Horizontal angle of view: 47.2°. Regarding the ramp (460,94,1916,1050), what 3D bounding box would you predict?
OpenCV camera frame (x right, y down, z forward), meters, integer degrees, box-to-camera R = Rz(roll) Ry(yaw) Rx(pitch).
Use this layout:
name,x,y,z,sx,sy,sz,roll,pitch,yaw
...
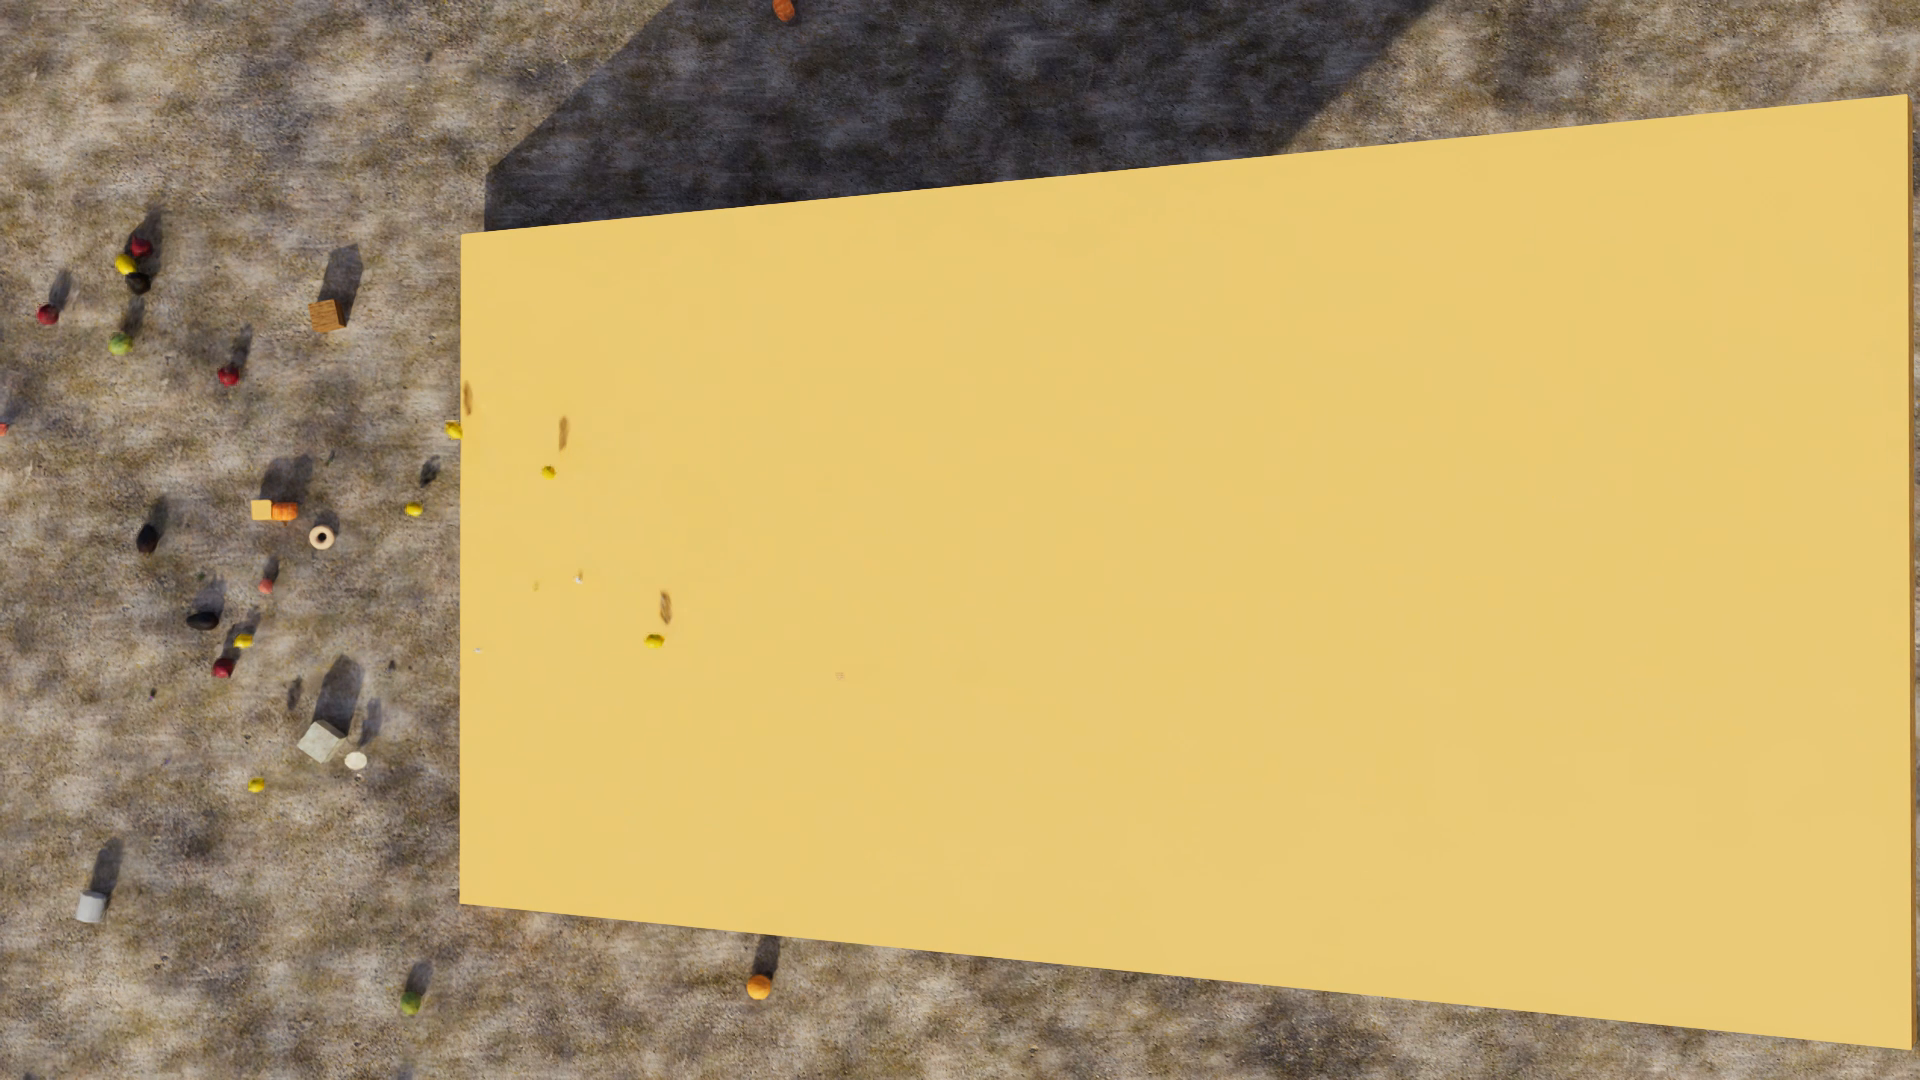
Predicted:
name,x,y,z,sx,sy,sz,roll,pitch,yaw
ramp,0.272,0.075,5.632,4.000,0.100,2.000,0,89,30

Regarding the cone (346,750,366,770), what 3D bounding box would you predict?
name,x,y,z,sx,sy,sz,roll,pitch,yaw
cone,-1.817,0.648,6.628,0.064,0.064,0.064,-4,119,-7

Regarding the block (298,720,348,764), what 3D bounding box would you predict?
name,x,y,z,sx,sy,sz,roll,pitch,yaw
block,-1.917,0.605,6.611,0.091,0.091,0.091,36,90,0

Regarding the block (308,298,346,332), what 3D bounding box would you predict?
name,x,y,z,sx,sy,sz,roll,pitch,yaw
block,-1.907,-0.675,6.629,0.080,0.080,0.080,-12,89,0

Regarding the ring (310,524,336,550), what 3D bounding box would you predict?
name,x,y,z,sx,sy,sz,roll,pitch,yaw
ring,-1.928,-0.010,6.649,0.077,0.026,0.077,0,88,-1

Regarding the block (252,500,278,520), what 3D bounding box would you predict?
name,x,y,z,sx,sy,sz,roll,pitch,yaw
block,-2.098,-0.090,6.634,0.058,0.058,0.058,-3,89,0
